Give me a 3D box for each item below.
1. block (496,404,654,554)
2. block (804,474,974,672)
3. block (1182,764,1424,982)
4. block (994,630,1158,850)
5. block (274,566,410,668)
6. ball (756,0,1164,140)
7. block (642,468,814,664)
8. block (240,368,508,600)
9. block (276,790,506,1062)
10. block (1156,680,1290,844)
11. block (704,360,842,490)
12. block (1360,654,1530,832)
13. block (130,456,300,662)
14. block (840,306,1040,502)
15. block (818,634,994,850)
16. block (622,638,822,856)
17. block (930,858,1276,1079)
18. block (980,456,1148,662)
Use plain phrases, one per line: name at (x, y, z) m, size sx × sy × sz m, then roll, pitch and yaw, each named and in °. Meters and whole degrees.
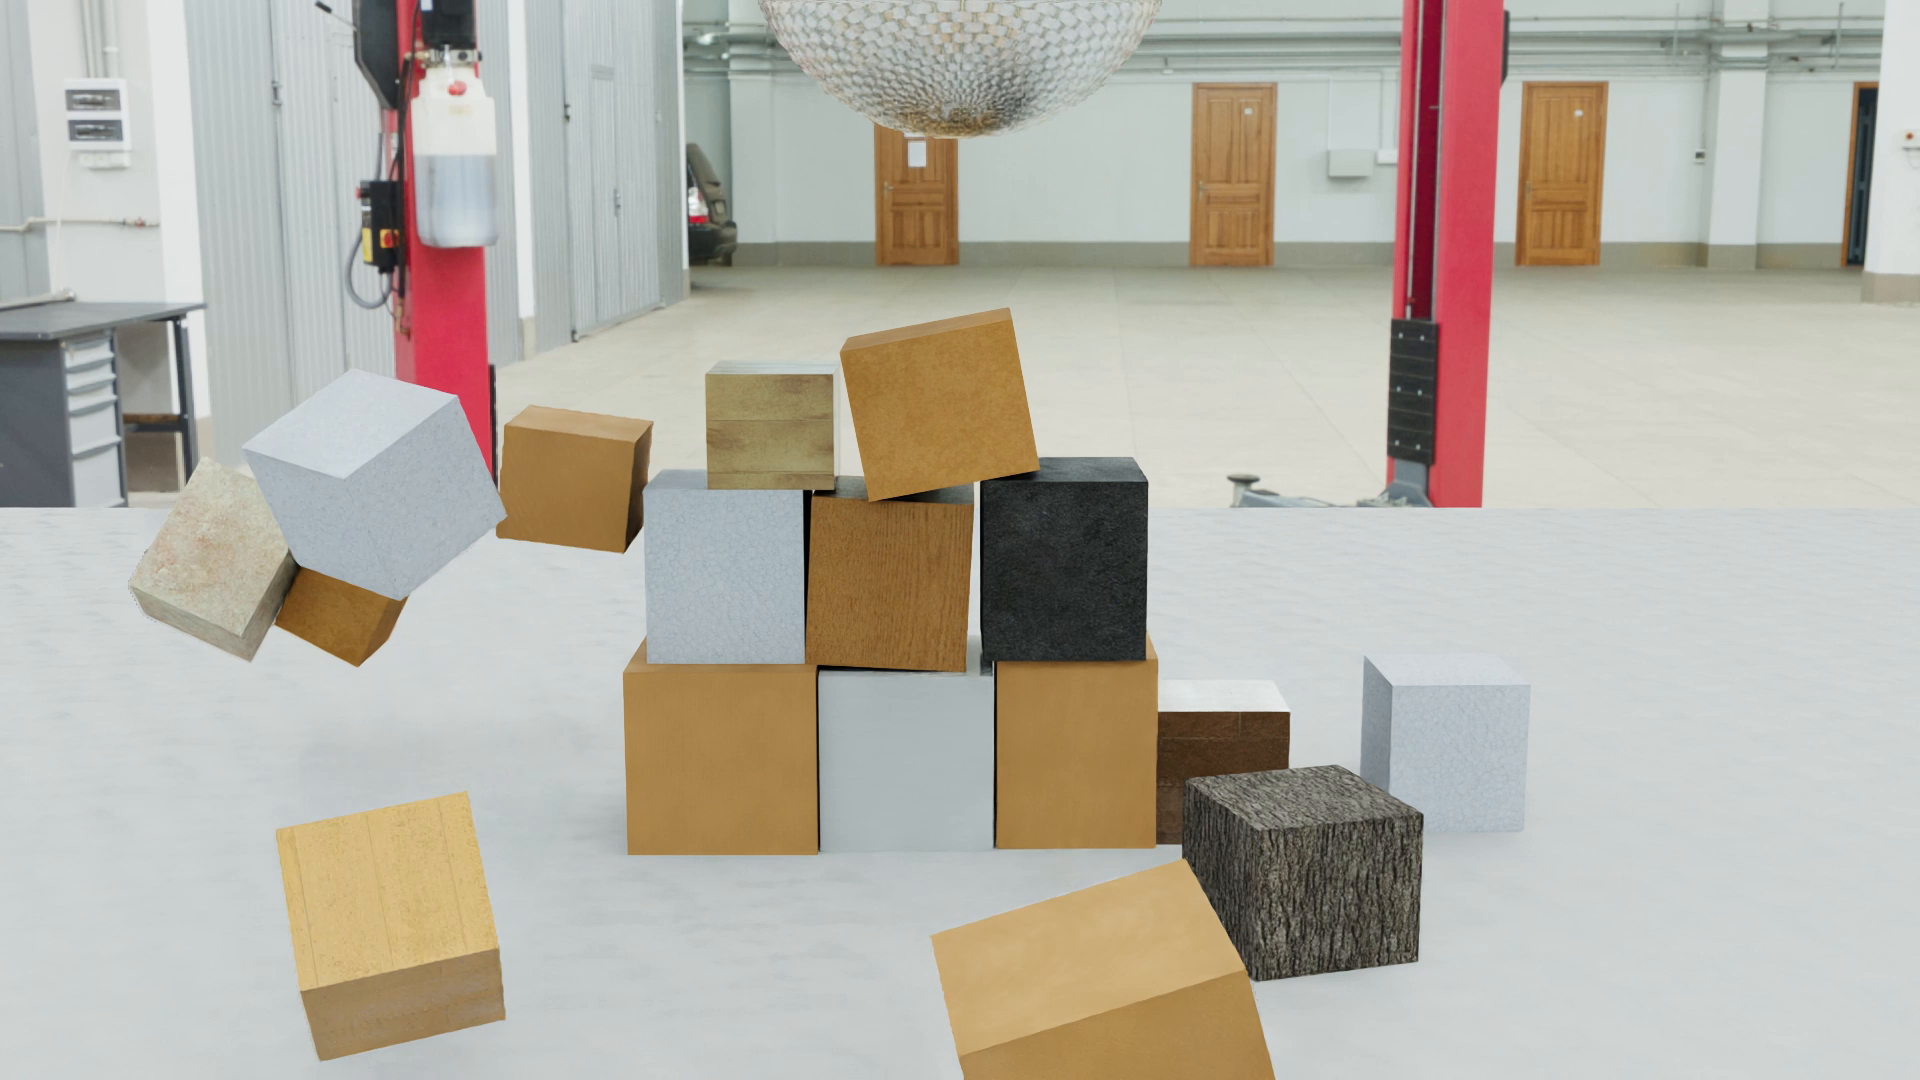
block at (-1.957, -0.317, 11.207) m, size 0.647 × 0.571 × 0.613 m, roll 7°, pitch 13°, yaw -1°
block at (-0.349, 0.156, 11.227) m, size 0.799 × 0.843 × 0.751 m, roll 3°, pitch 10°, yaw 0°
block at (1.496, 1.452, 9.719) m, size 0.772 × 0.667 × 0.797 m, roll -3°, pitch 11°, yaw -17°
block at (0.582, 0.995, 11.363) m, size 0.796 × 0.977 × 0.845 m, roll 0°, pitch 10°, yaw 0°
block at (-3.327, 0.278, 12.015) m, size 0.504 × 0.544 × 0.487 m, roll 28°, pitch 16°, yaw -3°
ball at (0.000, -2.260, 7.965) m, size 1.600 × 1.600 × 1.600 m, roll 0°, pitch 10°, yaw 0°
block at (-1.163, 0.122, 11.218) m, size 0.786 × 0.876 × 0.703 m, roll 0°, pitch 10°, yaw 0°
block at (-2.772, -0.275, 10.436) m, size 0.794 × 0.697 × 0.704 m, roll 15°, pitch 45°, yaw 36°
block at (-2.031, 1.386, 7.884) m, size 0.667 × 0.636 × 0.622 m, roll -10°, pitch 58°, yaw -16°
block at (1.316, 1.138, 11.375) m, size 0.670 × 0.691 × 0.652 m, roll 0°, pitch 10°, yaw 0°
block at (-0.930, -0.588, 11.084) m, size 0.623 × 0.570 × 0.680 m, roll 0°, pitch 10°, yaw 0°
block at (2.536, 1.058, 11.569) m, size 0.704 × 0.779 × 0.697 m, roll 0°, pitch 10°, yaw -2°
block at (-3.870, 0.112, 11.616) m, size 0.608 × 0.765 × 0.705 m, roll 26°, pitch -19°, yaw -6°
block at (-0.094, -0.693, 11.023) m, size 0.847 × 0.744 × 0.772 m, roll -11°, pitch 10°, yaw 2°
block at (-0.267, 1.032, 11.386) m, size 0.864 × 0.896 × 0.926 m, roll 0°, pitch 10°, yaw 0°
block at (-1.181, 1.014, 11.374) m, size 0.943 × 0.935 × 1.053 m, roll 0°, pitch 10°, yaw 0°
block at (0.491, 1.703, 7.101) m, size 0.901 × 0.850 × 0.897 m, roll -16°, pitch 14°, yaw -2°
block at (0.510, 0.081, 11.159) m, size 0.799 × 0.893 × 0.845 m, roll 0°, pitch 10°, yaw -1°
